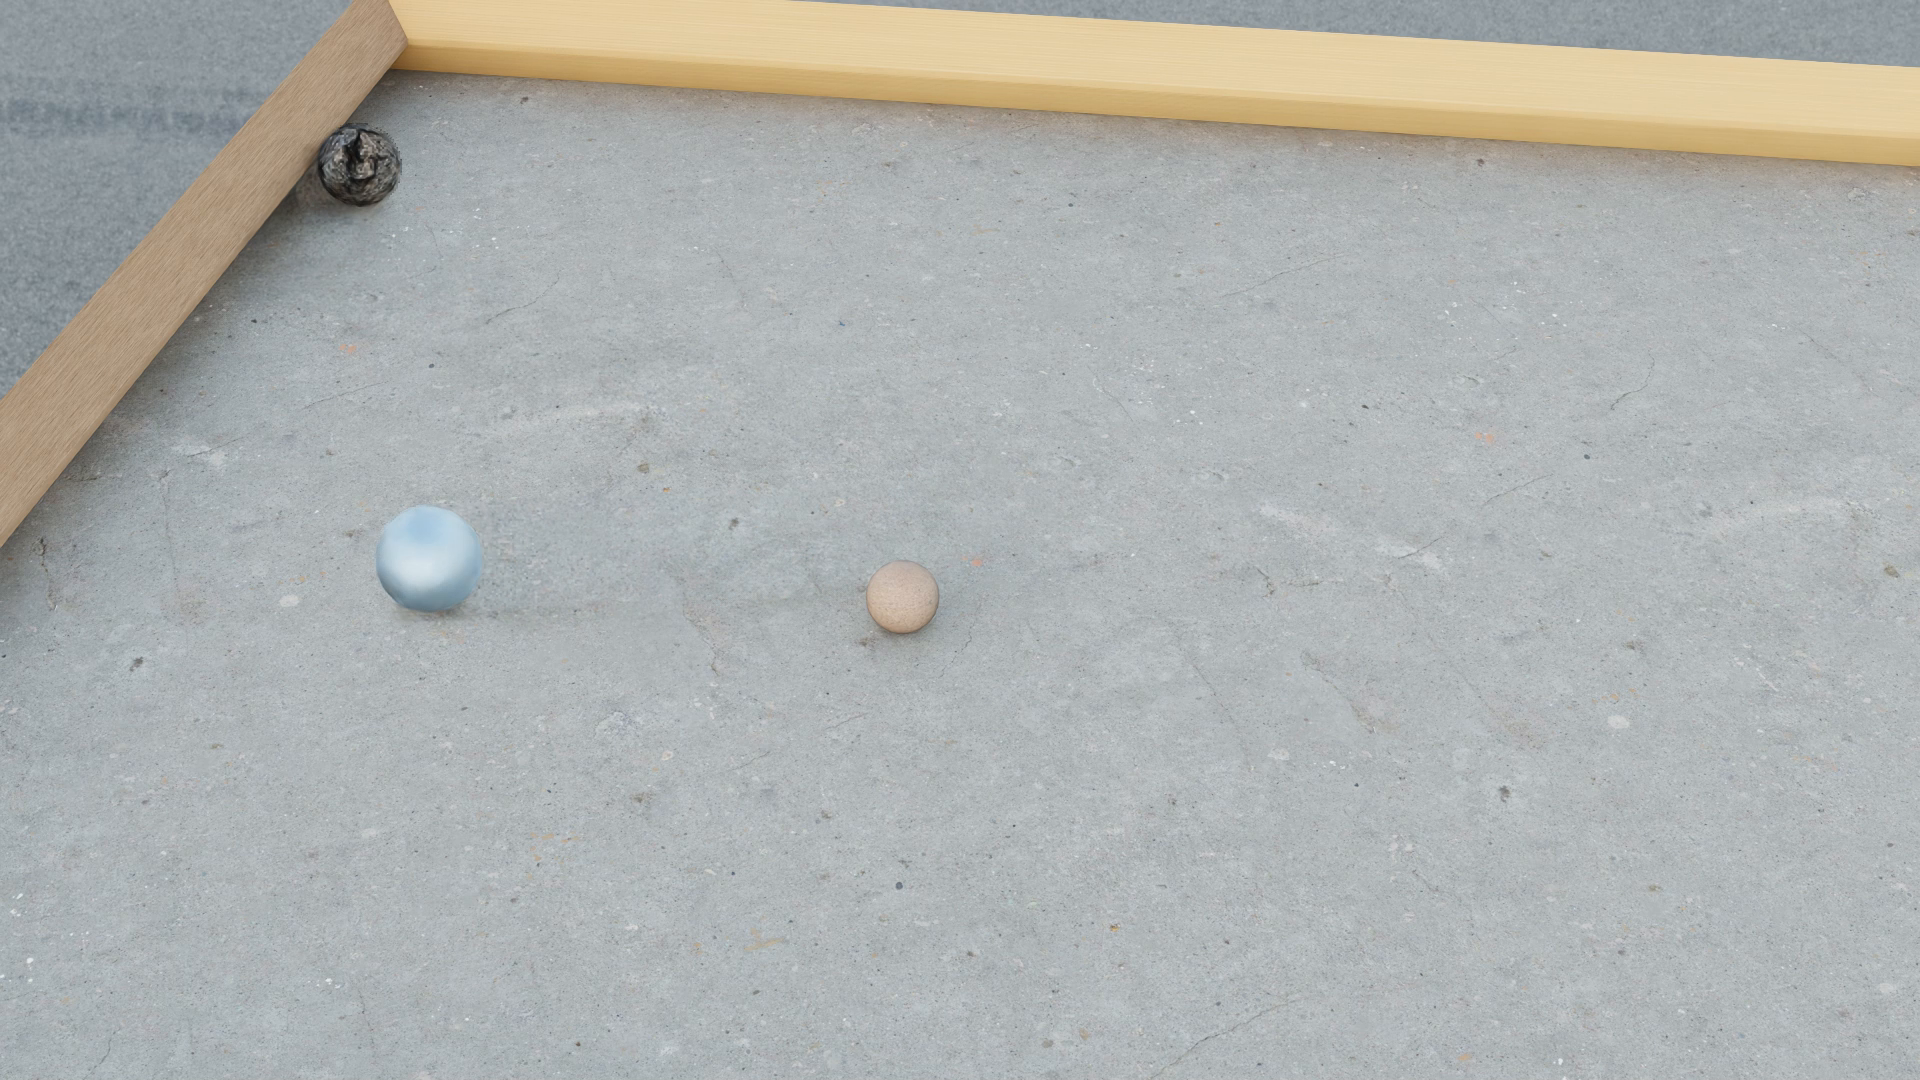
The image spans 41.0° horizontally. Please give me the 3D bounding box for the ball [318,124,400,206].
[{"bbox_3d":[-0.587,-0.365,2.503,0.078,0.078,0.078,0,34,0],"label":"ball"}]

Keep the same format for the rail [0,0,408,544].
[{"bbox_3d":[-0.727,-0.078,2.058,0.045,0.104,1.712,5,35,7],"label":"rail"}]

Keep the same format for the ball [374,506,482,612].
[{"bbox_3d":[-0.403,0.015,1.946,0.080,0.080,0.080,0,34,0],"label":"ball"}]

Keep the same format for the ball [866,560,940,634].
[{"bbox_3d":[-0.043,0.043,1.927,0.056,0.056,0.056,0,34,0],"label":"ball"}]

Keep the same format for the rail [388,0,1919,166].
[{"bbox_3d":[0.875,-0.416,2.553,3.037,0.104,0.045,5,35,7],"label":"rail"}]
